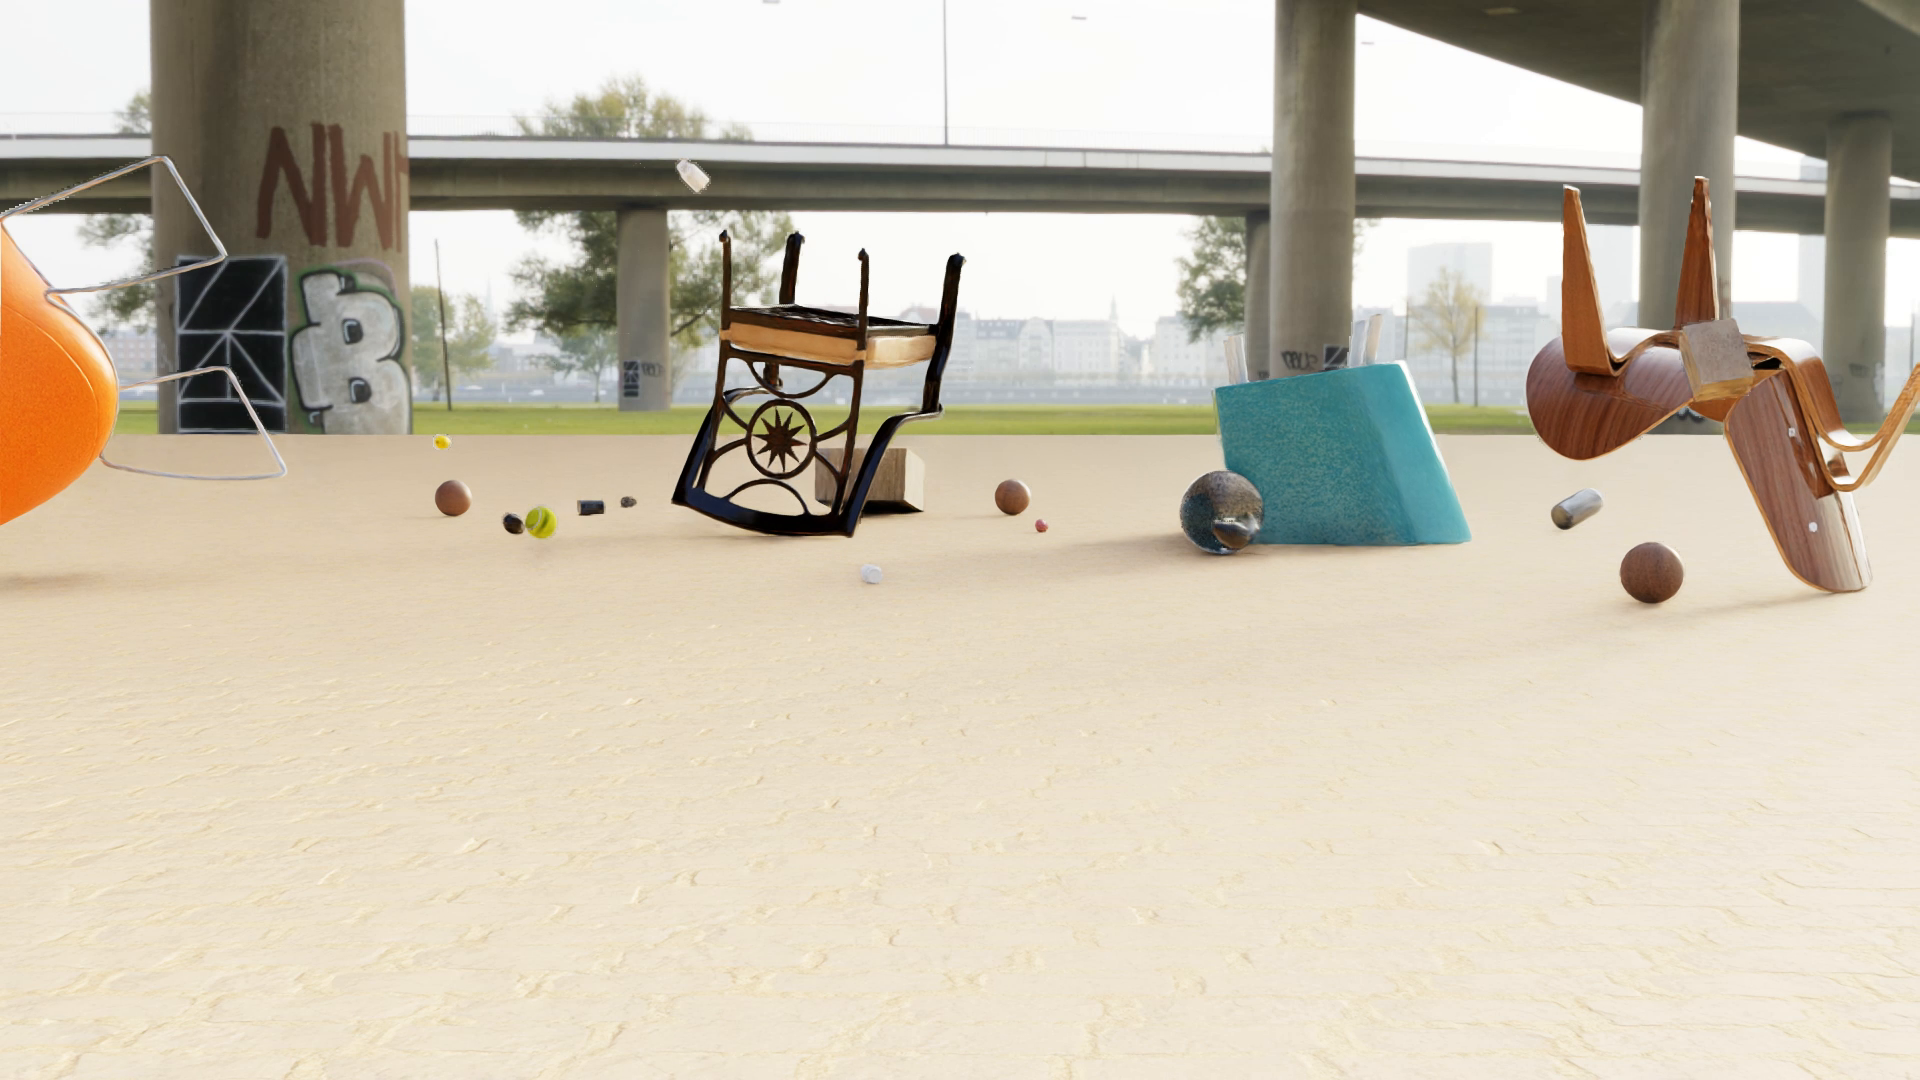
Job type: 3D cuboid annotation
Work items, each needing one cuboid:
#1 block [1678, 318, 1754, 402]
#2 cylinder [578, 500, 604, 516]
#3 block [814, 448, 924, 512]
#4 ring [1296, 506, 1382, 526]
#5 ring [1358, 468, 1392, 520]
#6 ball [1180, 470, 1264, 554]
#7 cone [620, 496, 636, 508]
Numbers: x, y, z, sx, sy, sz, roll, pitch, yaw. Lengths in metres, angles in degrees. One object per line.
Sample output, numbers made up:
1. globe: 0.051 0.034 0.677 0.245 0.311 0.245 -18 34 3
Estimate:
1. block: 1.613 -0.385 4.694 0.109 0.145 0.076 -9 -25 3
2. cylinder: -1.314 -0.117 7.833 0.087 0.057 0.049 1 -18 -23
3. block: -0.324 -0.217 7.953 0.329 0.186 0.313 1 -7 11
4. ring: 1.256 -0.079 7.286 0.272 0.059 0.347 3 4 30
5. ring: 1.421 -0.156 7.529 0.052 0.181 0.276 -8 8 29
6. ball: 0.710 -0.075 5.971 0.229 0.229 0.229 0 4 0
7. cone: -1.254 -0.135 8.349 0.062 0.047 0.063 7 -16 4
